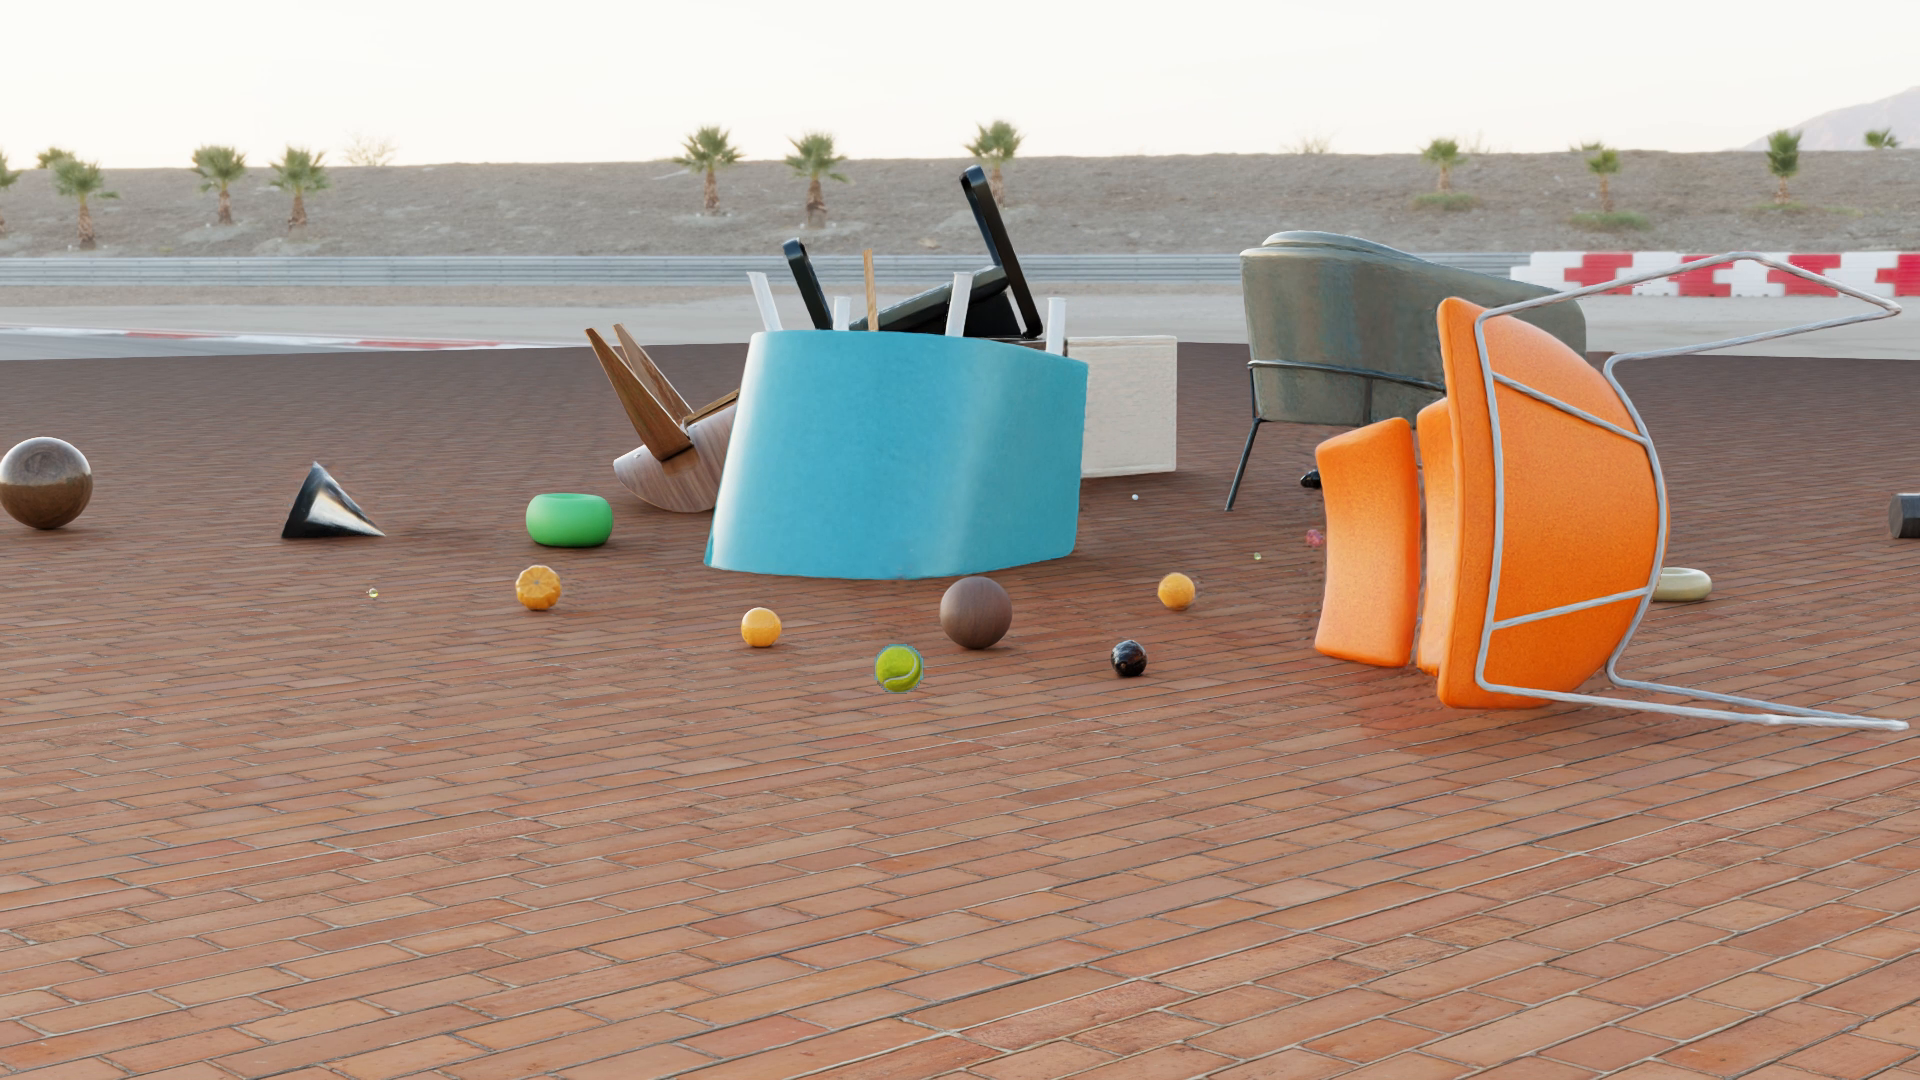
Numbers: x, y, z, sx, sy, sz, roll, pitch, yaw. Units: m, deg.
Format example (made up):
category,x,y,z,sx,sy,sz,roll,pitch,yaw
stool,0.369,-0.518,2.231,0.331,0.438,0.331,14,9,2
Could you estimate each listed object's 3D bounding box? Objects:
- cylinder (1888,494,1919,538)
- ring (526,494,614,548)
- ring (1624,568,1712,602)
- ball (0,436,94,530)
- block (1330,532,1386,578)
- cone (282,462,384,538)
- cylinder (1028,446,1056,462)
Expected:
category,x,y,z,sx,sy,sz,roll,pitch,yaw
cylinder,2.386,-0.061,6.454,0.063,0.113,0.111,0,-30,3
ring,-0.964,-0.050,6.337,0.211,0.116,0.343,0,5,-16
ring,1.450,0.092,5.251,0.176,0.057,0.156,-1,7,-7
ball,-2.384,-0.148,6.682,0.240,0.240,0.240,0,6,0
block,0.875,0.031,5.636,0.077,0.064,0.072,34,-7,-21
cone,-1.565,-0.057,6.496,0.231,0.211,0.242,24,4,-11
cylinder,0.294,-0.309,9.165,0.087,0.049,0.057,-6,30,-46
